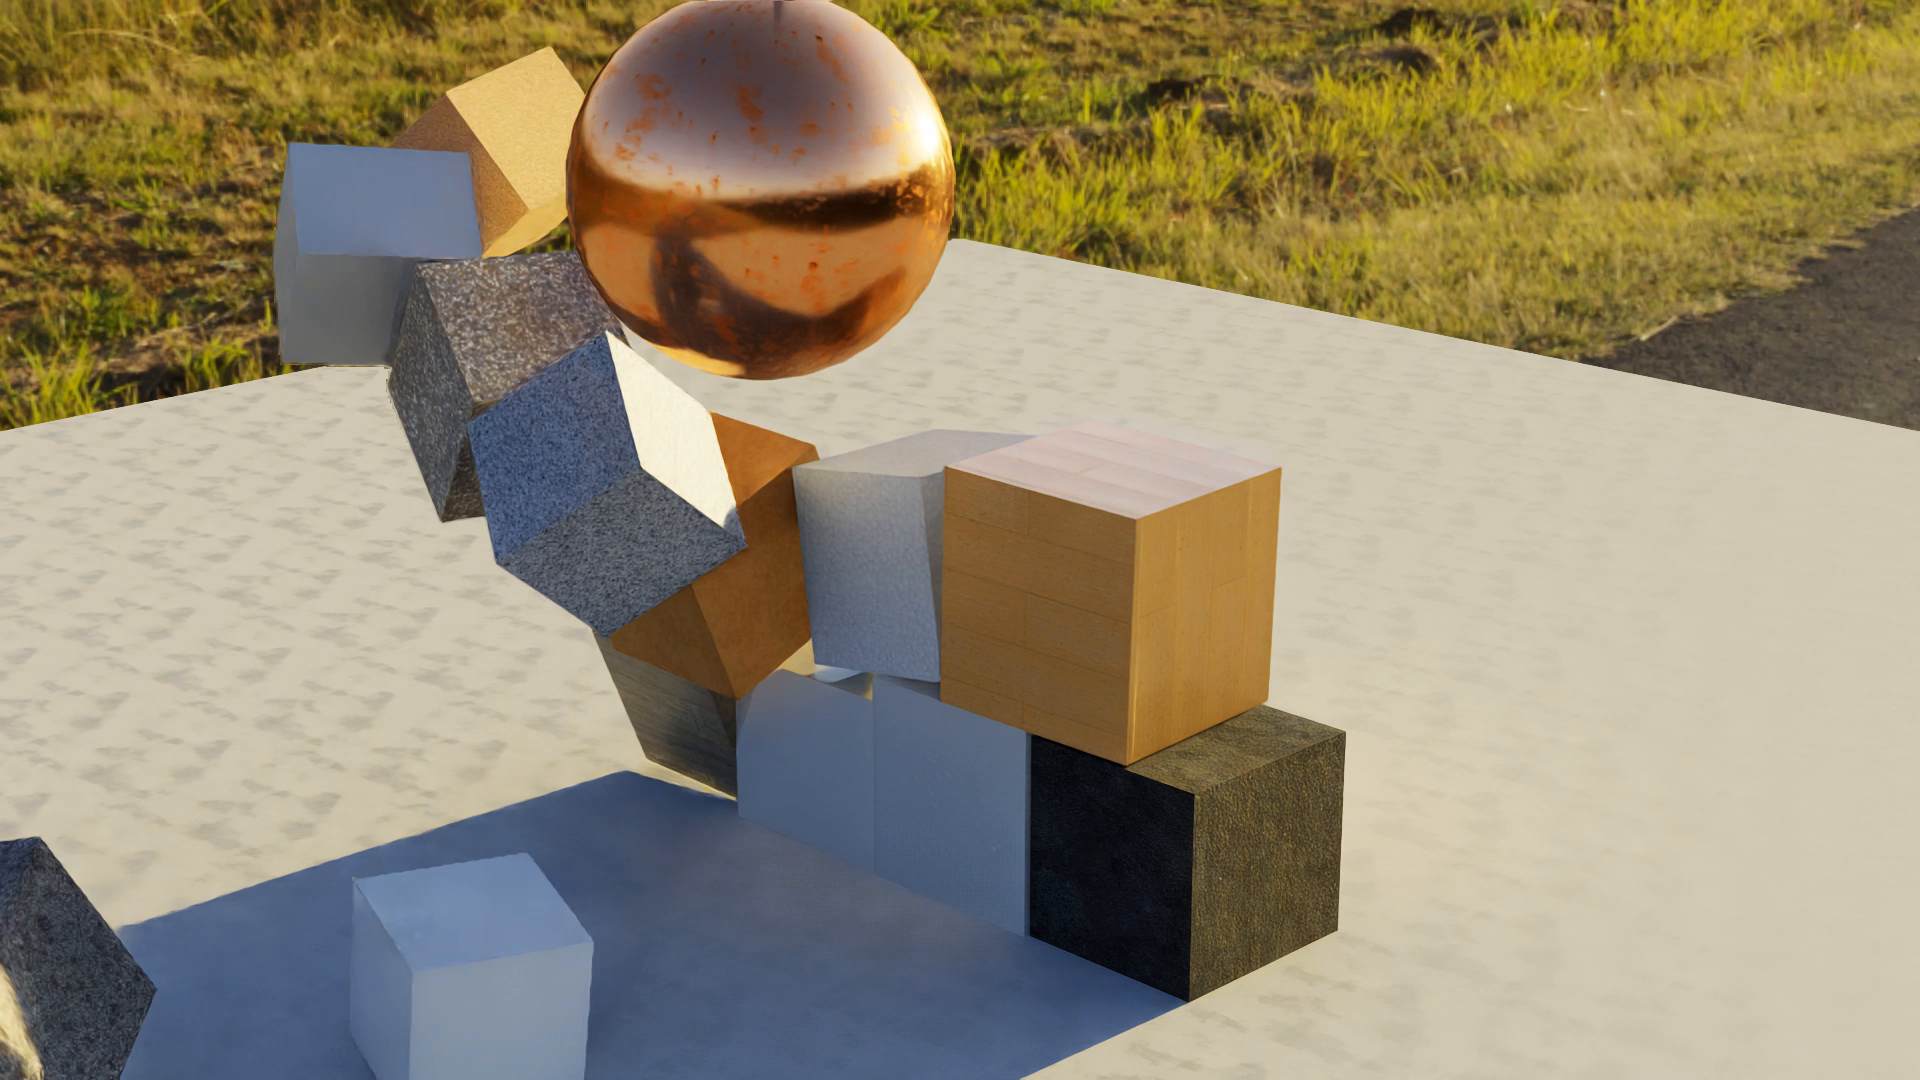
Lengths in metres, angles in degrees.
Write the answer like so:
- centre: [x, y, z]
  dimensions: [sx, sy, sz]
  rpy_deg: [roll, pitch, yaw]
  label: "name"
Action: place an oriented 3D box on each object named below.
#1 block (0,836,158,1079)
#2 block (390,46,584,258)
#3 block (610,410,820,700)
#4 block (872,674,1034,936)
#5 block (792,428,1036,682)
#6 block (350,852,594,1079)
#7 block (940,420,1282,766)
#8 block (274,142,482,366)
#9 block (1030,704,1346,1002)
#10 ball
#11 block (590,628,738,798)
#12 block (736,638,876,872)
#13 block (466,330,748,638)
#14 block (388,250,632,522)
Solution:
- centre: [-3.662, 1.737, 10.547]
  dimensions: [0.977, 0.872, 0.882]
  rpy_deg: [-8, 41, 18]
  label: "block"
- centre: [-2.340, -1.884, 14.816]
  dimensions: [0.796, 0.705, 0.846]
  rpy_deg: [-34, 3, 39]
  label: "block"
- centre: [-1.159, 0.045, 13.729]
  dimensions: [0.899, 0.858, 0.879]
  rpy_deg: [19, 48, 42]
  label: "block"
- centre: [0.299, 1.068, 13.336]
  dimensions: [1.006, 0.966, 0.952]
  rpy_deg: [-17, 24, -42]
  label: "block"
- centre: [-0.097, 0.051, 13.444]
  dimensions: [0.924, 0.928, 0.842]
  rpy_deg: [-17, 16, -43]
  label: "block"
- centre: [-1.914, 1.742, 11.428]
  dimensions: [0.714, 0.694, 0.713]
  rpy_deg: [-6, 26, -28]
  label: "block"
- centre: [0.647, 0.197, 12.701]
  dimensions: [1.032, 1.078, 1.016]
  rpy_deg: [17, 24, 38]
  label: "block"
- centre: [-2.783, -1.348, 13.962]
  dimensions: [0.842, 0.763, 0.701]
  rpy_deg: [1, 52, -19]
  label: "block"
- centre: [0.983, 1.278, 12.719]
  dimensions: [0.999, 0.936, 0.917]
  rpy_deg: [-17, 24, -42]
  label: "block"
- centre: [-0.818, -1.455, 12.027]
  dimensions: [1.600, 1.600, 1.600]
  rpy_deg: [0, 17, 0]
  label: "ball"
- centre: [-1.150, 0.637, 14.445]
  dimensions: [0.828, 0.877, 0.760]
  rpy_deg: [18, 48, 41]
  label: "block"
- centre: [-0.373, 0.921, 14.012]
  dimensions: [0.963, 0.840, 1.001]
  rpy_deg: [16, 24, 42]
  label: "block"
- centre: [-1.550, -0.241, 12.839]
  dimensions: [0.788, 0.767, 0.819]
  rpy_deg: [-32, 50, 16]
  label: "block"
- centre: [-2.092, -0.729, 13.750]
  dimensions: [0.832, 0.856, 0.844]
  rpy_deg: [-9, 56, -28]
  label: "block"
